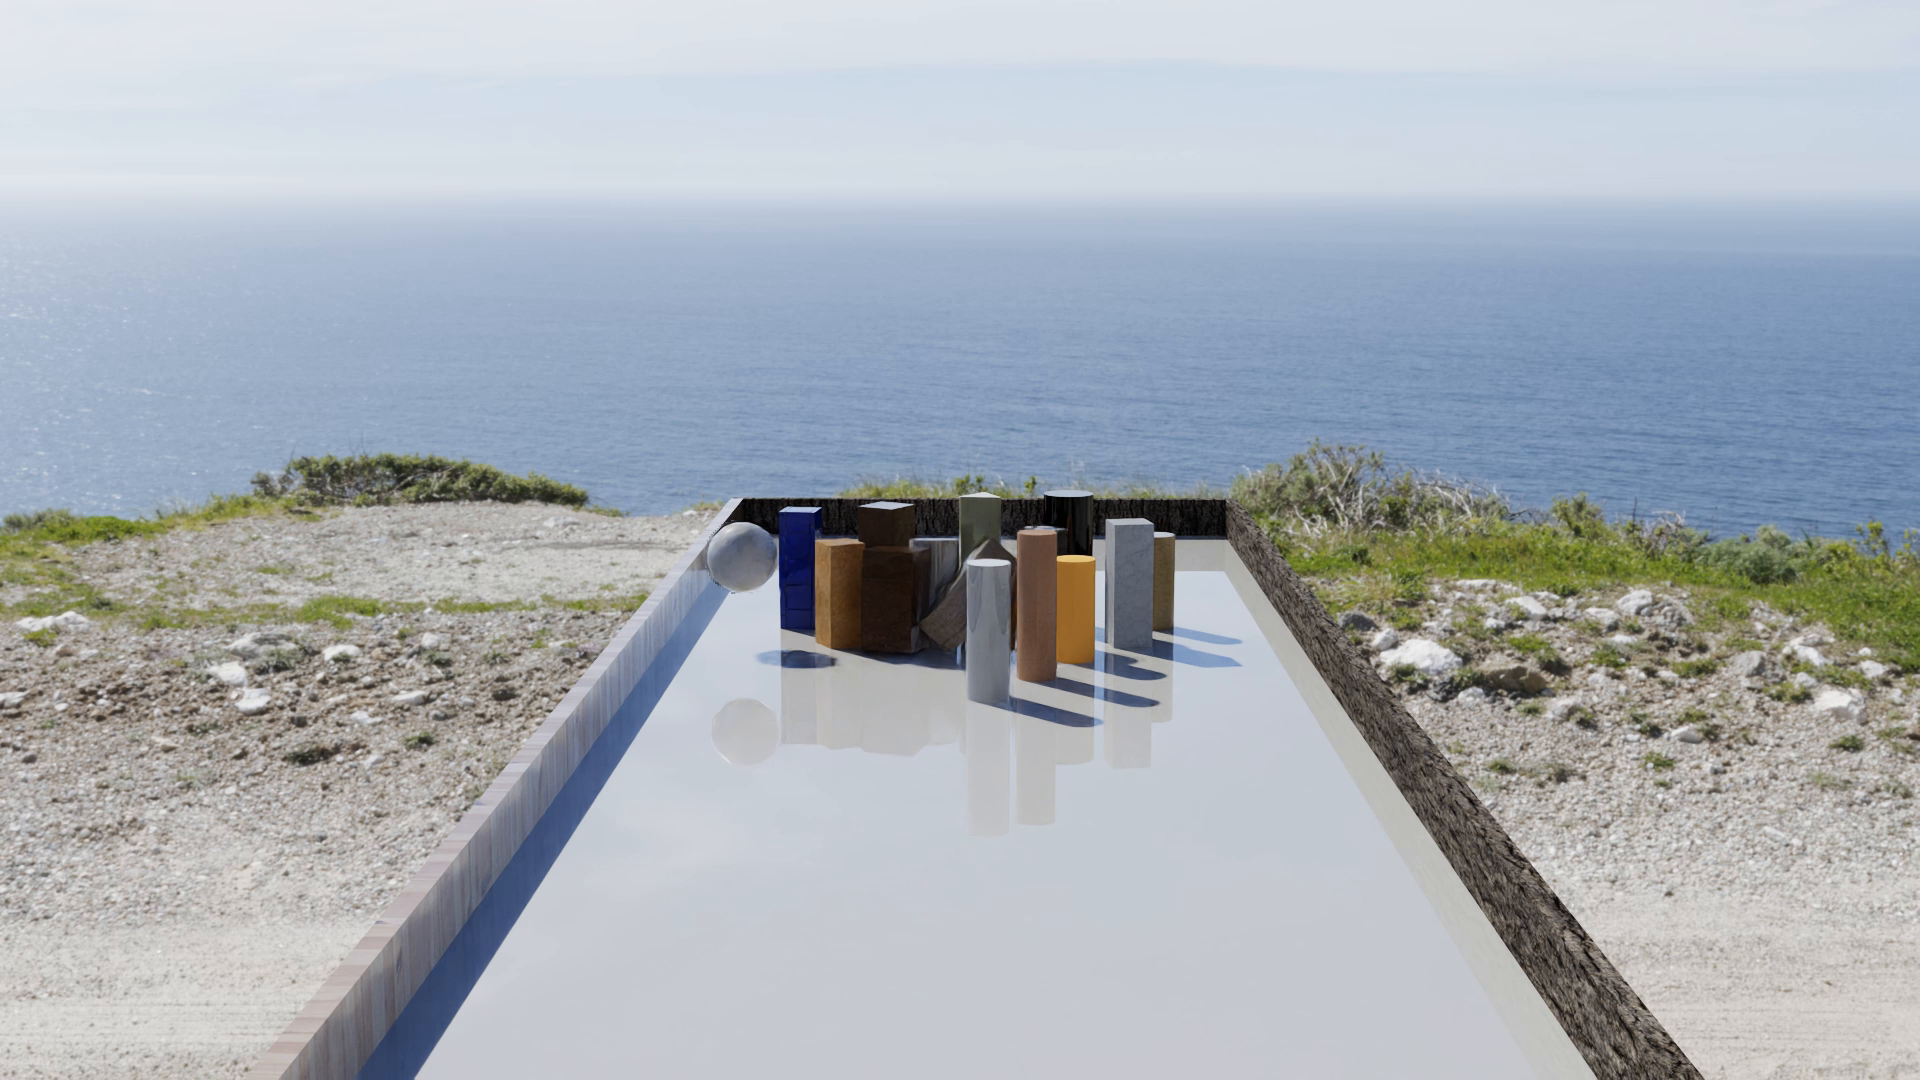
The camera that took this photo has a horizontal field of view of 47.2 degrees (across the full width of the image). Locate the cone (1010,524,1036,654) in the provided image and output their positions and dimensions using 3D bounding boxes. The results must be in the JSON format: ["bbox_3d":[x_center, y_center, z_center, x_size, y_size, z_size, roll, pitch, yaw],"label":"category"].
[{"bbox_3d":[0.178,0.135,6.809,0.101,0.428,0.101,16,-15,4],"label":"cone"}]

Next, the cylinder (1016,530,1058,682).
[{"bbox_3d":[0.224,0.191,6.424,0.115,0.432,0.115,0,9,0],"label":"cylinder"}]

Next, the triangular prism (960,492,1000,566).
[{"bbox_3d":[0.072,0.064,7.234,0.134,0.430,0.116,1,9,7],"label":"triangular prism"}]

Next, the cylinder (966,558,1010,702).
[{"bbox_3d":[0.079,0.254,6.172,0.124,0.386,0.124,0,9,0],"label":"cylinder"}]

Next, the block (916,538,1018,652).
[{"bbox_3d":[0.031,0.169,6.848,0.353,0.131,0.131,-52,8,-37],"label":"block"}]

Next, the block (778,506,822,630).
[{"bbox_3d":[-0.520,0.091,7.200,0.117,0.386,0.117,1,9,8],"label":"block"}]

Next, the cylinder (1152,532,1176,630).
[{"bbox_3d":[0.643,0.134,7.182,0.114,0.307,0.114,0,9,0],"label":"cylinder"}]

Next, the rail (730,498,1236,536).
[{"bbox_3d":[0.099,-0.098,9.147,2.100,0.150,0.050,0,9,1],"label":"rail"}]

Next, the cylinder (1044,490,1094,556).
[{"bbox_3d":[0.352,0.068,7.167,0.162,0.443,0.162,0,9,0],"label":"cylinder"}]

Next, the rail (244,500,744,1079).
[{"bbox_3d":[-1.004,0.839,3.234,0.050,0.150,12.000,0,9,1],"label":"rail"}]

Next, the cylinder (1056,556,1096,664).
[{"bbox_3d":[0.346,0.210,6.691,0.131,0.311,0.131,0,9,0],"label":"cylinder"}]

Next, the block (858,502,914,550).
[{"bbox_3d":[-0.239,0.087,7.175,0.133,0.403,0.133,6,11,32],"label":"block"}]

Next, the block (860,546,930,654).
[{"bbox_3d":[-0.199,0.182,6.839,0.165,0.310,0.165,3,6,18],"label":"block"}]

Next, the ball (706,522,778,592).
[{"bbox_3d":[-0.680,0.053,6.874,0.220,0.220,0.220,0,9,0],"label":"ball"}]

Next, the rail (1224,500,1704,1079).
[{"bbox_3d":[1.046,0.843,3.208,0.050,0.150,12.000,0,9,1],"label":"rail"}]

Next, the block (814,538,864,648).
[{"bbox_3d":[-0.378,0.167,6.917,0.118,0.325,0.118,-5,10,-28],"label":"block"}]

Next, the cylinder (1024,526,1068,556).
[{"bbox_3d":[0.258,0.142,6.933,0.137,0.358,0.137,4,6,0],"label":"cylinder"}]

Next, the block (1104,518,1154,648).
[{"bbox_3d":[0.531,0.135,6.916,0.125,0.389,0.125,-2,9,-9],"label":"block"}]

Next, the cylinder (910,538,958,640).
[{"bbox_3d":[-0.083,0.156,6.974,0.155,0.315,0.155,0,3,0],"label":"cylinder"}]
